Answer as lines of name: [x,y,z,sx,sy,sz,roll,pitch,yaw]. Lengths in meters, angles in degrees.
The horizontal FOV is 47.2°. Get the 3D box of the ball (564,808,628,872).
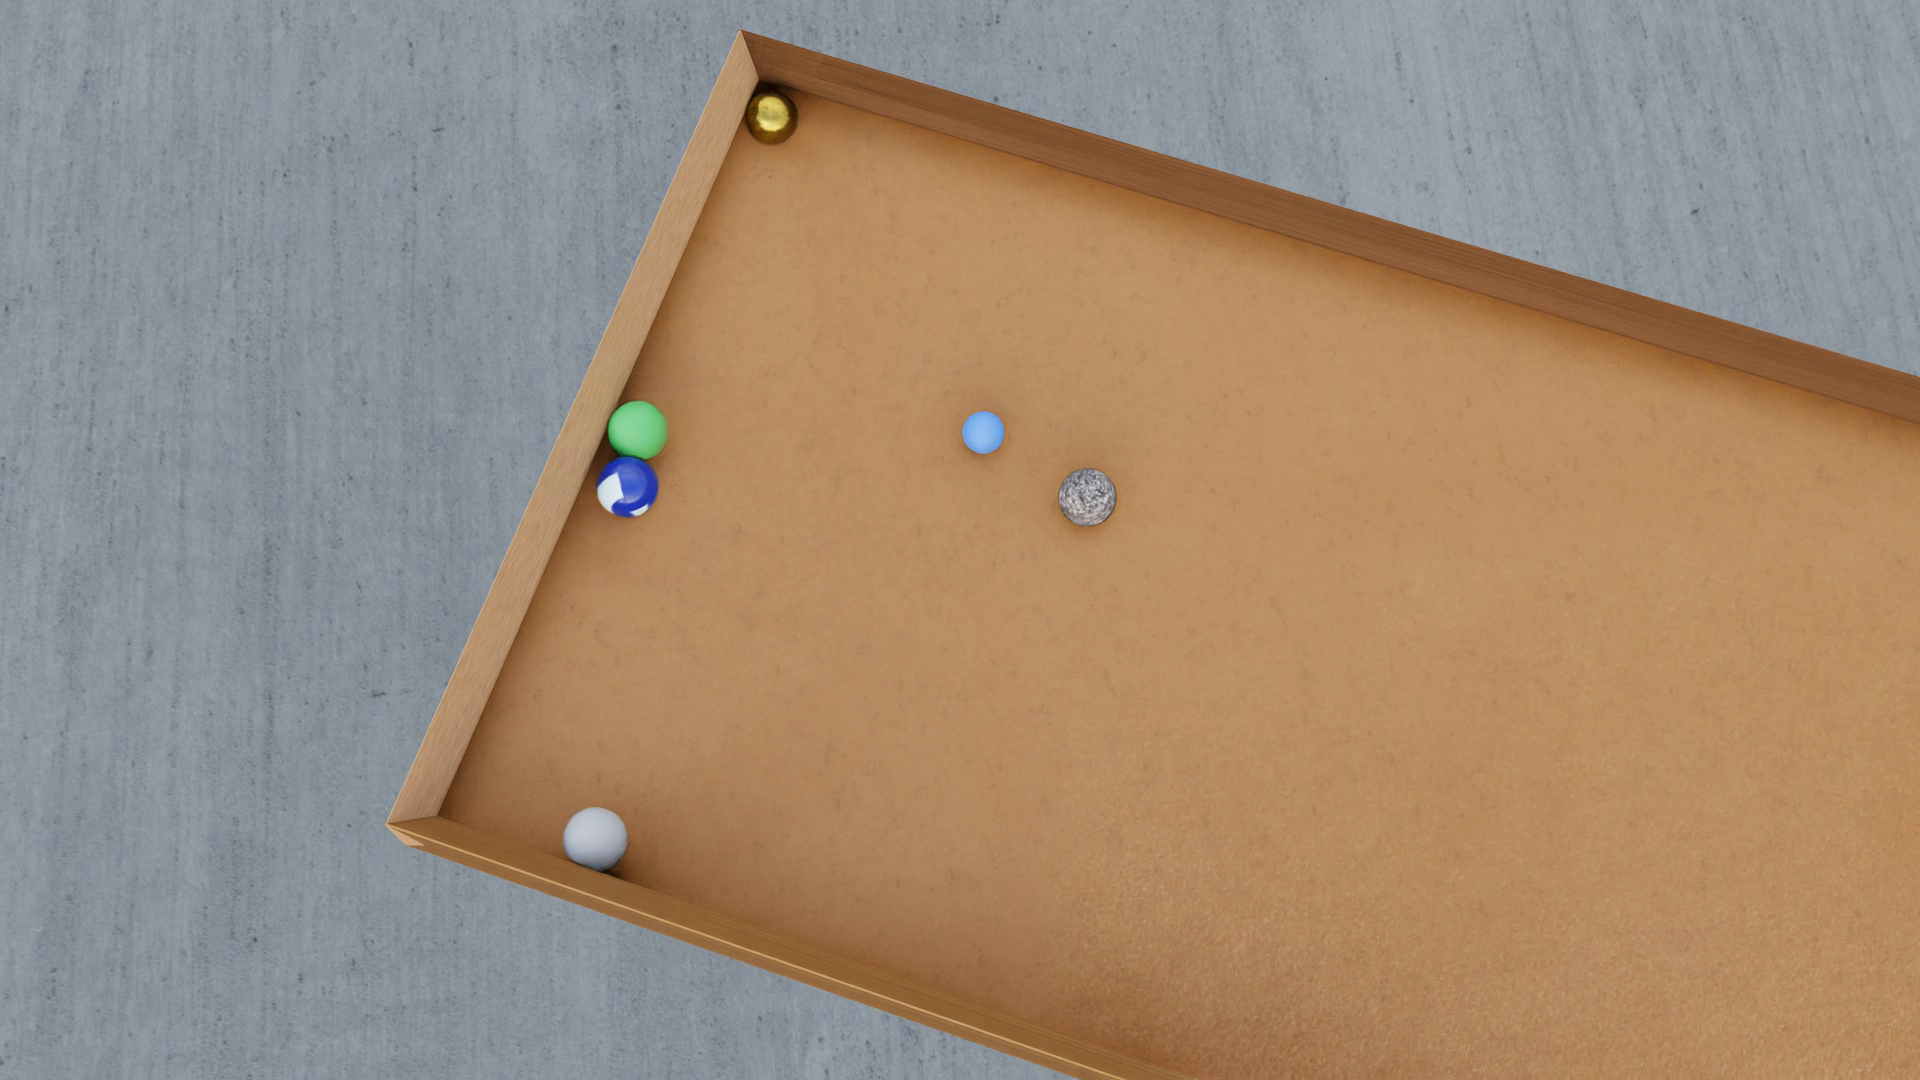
ball: [-0.543,0.447,3.279,0.096,0.096,0.096,0,69,0]

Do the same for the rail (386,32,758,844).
rail: [-0.582,-0.193,3.508,0.045,0.126,1.445,18,70,7]

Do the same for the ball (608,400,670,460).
ball: [-0.514,-0.174,3.518,0.097,0.097,0.097,0,69,0]

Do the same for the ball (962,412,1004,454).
ball: [0.038,-0.173,3.532,0.068,0.068,0.068,0,69,0]

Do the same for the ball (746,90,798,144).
ball: [-0.319,-0.717,3.729,0.091,0.091,0.091,0,69,0]

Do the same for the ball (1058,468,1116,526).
ball: [0.202,-0.067,3.479,0.093,0.093,0.093,0,69,0]

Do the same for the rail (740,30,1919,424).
rail: [0.831,-0.430,3.599,2.557,0.126,0.045,18,70,7]

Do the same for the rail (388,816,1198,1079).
rail: [0.378,0.804,3.125,2.557,0.126,0.045,18,70,7]

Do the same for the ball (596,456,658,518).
ball: [-0.528,-0.084,3.483,0.097,0.097,0.097,0,69,0]
